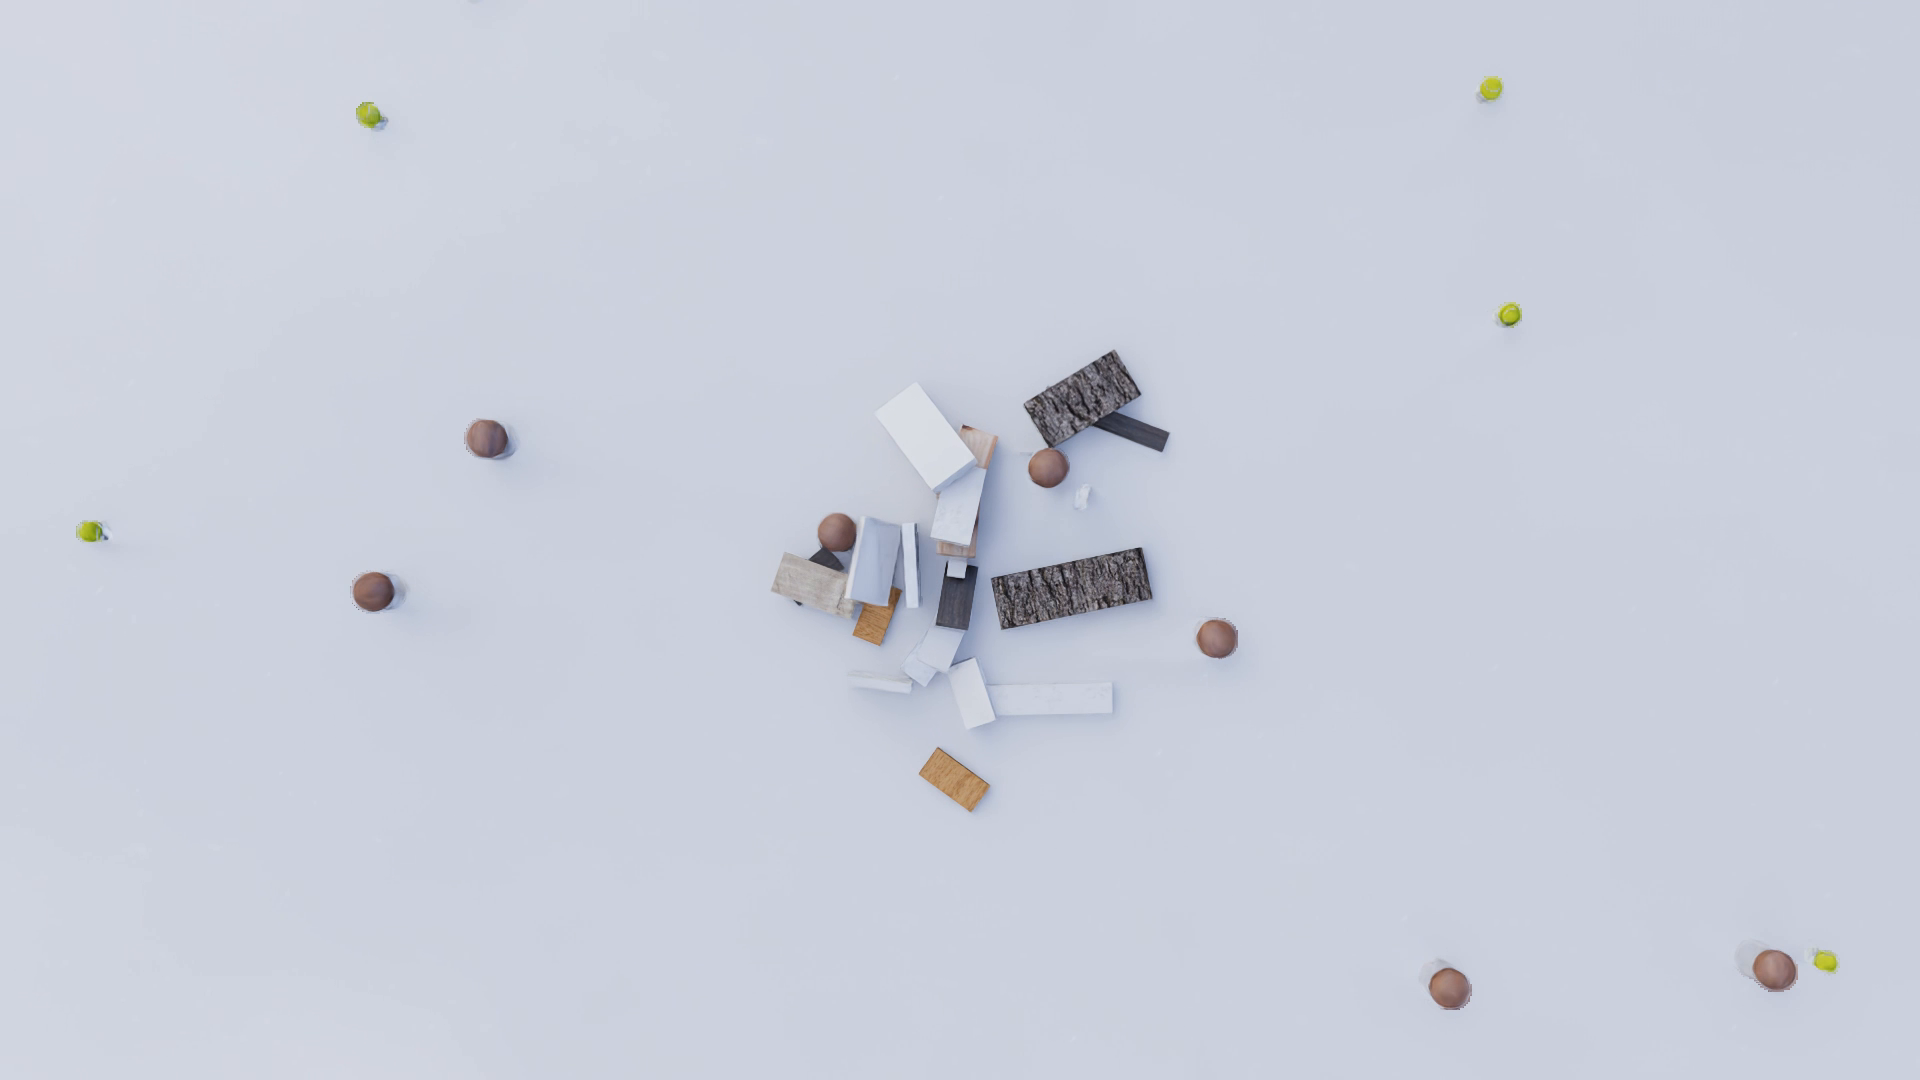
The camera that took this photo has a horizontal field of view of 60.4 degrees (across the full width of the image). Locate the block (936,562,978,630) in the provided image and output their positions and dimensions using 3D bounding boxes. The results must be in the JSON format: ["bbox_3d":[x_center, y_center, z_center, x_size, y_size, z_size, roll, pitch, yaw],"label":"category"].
[{"bbox_3d":[-0.010,0.184,5.446,0.108,0.031,0.216,9,68,0],"label":"block"}]

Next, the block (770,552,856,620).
[{"bbox_3d":[-0.472,0.151,5.452,0.277,0.039,0.138,20,90,0],"label":"block"}]

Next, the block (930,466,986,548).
[{"bbox_3d":[-0.005,-0.117,5.385,0.130,0.037,0.260,12,77,1],"label":"block"}]

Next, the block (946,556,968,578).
[{"bbox_3d":[-0.006,0.065,5.447,0.059,0.017,0.118,8,74,0],"label":"block"}]

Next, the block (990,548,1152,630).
[{"bbox_3d":[0.369,0.161,5.475,0.511,0.049,0.174,-12,90,0],"label":"block"}]

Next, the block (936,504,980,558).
[{"bbox_3d":[-0.003,-0.075,5.451,0.130,0.037,0.260,5,77,0],"label":"block"}]

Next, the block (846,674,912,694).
[{"bbox_3d":[-0.267,0.472,5.446,0.214,0.107,0.030,7,90,0],"label":"block"}]

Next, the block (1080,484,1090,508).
[{"bbox_3d":[0.412,-0.145,5.426,0.020,0.140,0.070,7,97,6],"label":"block"}]

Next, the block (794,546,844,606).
[{"bbox_3d":[-0.491,0.119,5.486,0.198,0.028,0.099,-40,90,0],"label":"block"}]

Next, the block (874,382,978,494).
[{"bbox_3d":[-0.112,-0.336,5.412,0.174,0.049,0.348,-37,68,0],"label":"block"}]

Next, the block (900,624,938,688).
[{"bbox_3d":[-0.095,0.371,5.485,0.107,0.030,0.214,37,90,0],"label":"block"}]

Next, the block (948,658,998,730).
[{"bbox_3d":[0.040,0.509,5.463,0.107,0.030,0.214,-20,85,15],"label":"block"}]

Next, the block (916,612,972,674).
[{"bbox_3d":[-0.052,0.320,5.442,0.108,0.031,0.216,25,74,-3],"label":"block"}]

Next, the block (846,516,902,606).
[{"bbox_3d":[-0.283,0.071,5.433,0.138,0.039,0.275,15,81,-26],"label":"block"}]

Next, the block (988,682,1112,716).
[{"bbox_3d":[0.285,0.529,5.486,0.443,0.028,0.099,-1,90,0],"label":"block"}]

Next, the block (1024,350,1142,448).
[{"bbox_3d":[0.404,-0.466,5.456,0.348,0.049,0.174,-31,90,0],"label":"block"}]

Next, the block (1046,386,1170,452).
[{"bbox_3d":[0.481,-0.403,5.490,0.436,0.020,0.070,21,90,0],"label":"block"}]

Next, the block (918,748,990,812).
[{"bbox_3d":[-0.019,0.797,5.485,0.216,0.031,0.108,36,90,0],"label":"block"}]

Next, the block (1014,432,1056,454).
[{"bbox_3d":[0.253,-0.324,5.490,0.139,0.020,0.070,3,90,0],"label":"block"}]

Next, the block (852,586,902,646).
[{"bbox_3d":[-0.275,0.242,5.486,0.099,0.028,0.198,22,90,0],"label":"block"}]

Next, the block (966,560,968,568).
[{"bbox_3d":[-0.006,0.032,5.474,0.059,0.017,0.118,1,74,-3],"label":"block"}]

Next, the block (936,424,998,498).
[{"bbox_3d":[0.024,-0.240,5.451,0.130,0.037,0.260,18,78,3],"label":"block"}]

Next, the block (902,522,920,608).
[{"bbox_3d":[-0.162,0.083,5.431,0.039,0.138,0.275,-3,90,-1],"label":"block"}]
